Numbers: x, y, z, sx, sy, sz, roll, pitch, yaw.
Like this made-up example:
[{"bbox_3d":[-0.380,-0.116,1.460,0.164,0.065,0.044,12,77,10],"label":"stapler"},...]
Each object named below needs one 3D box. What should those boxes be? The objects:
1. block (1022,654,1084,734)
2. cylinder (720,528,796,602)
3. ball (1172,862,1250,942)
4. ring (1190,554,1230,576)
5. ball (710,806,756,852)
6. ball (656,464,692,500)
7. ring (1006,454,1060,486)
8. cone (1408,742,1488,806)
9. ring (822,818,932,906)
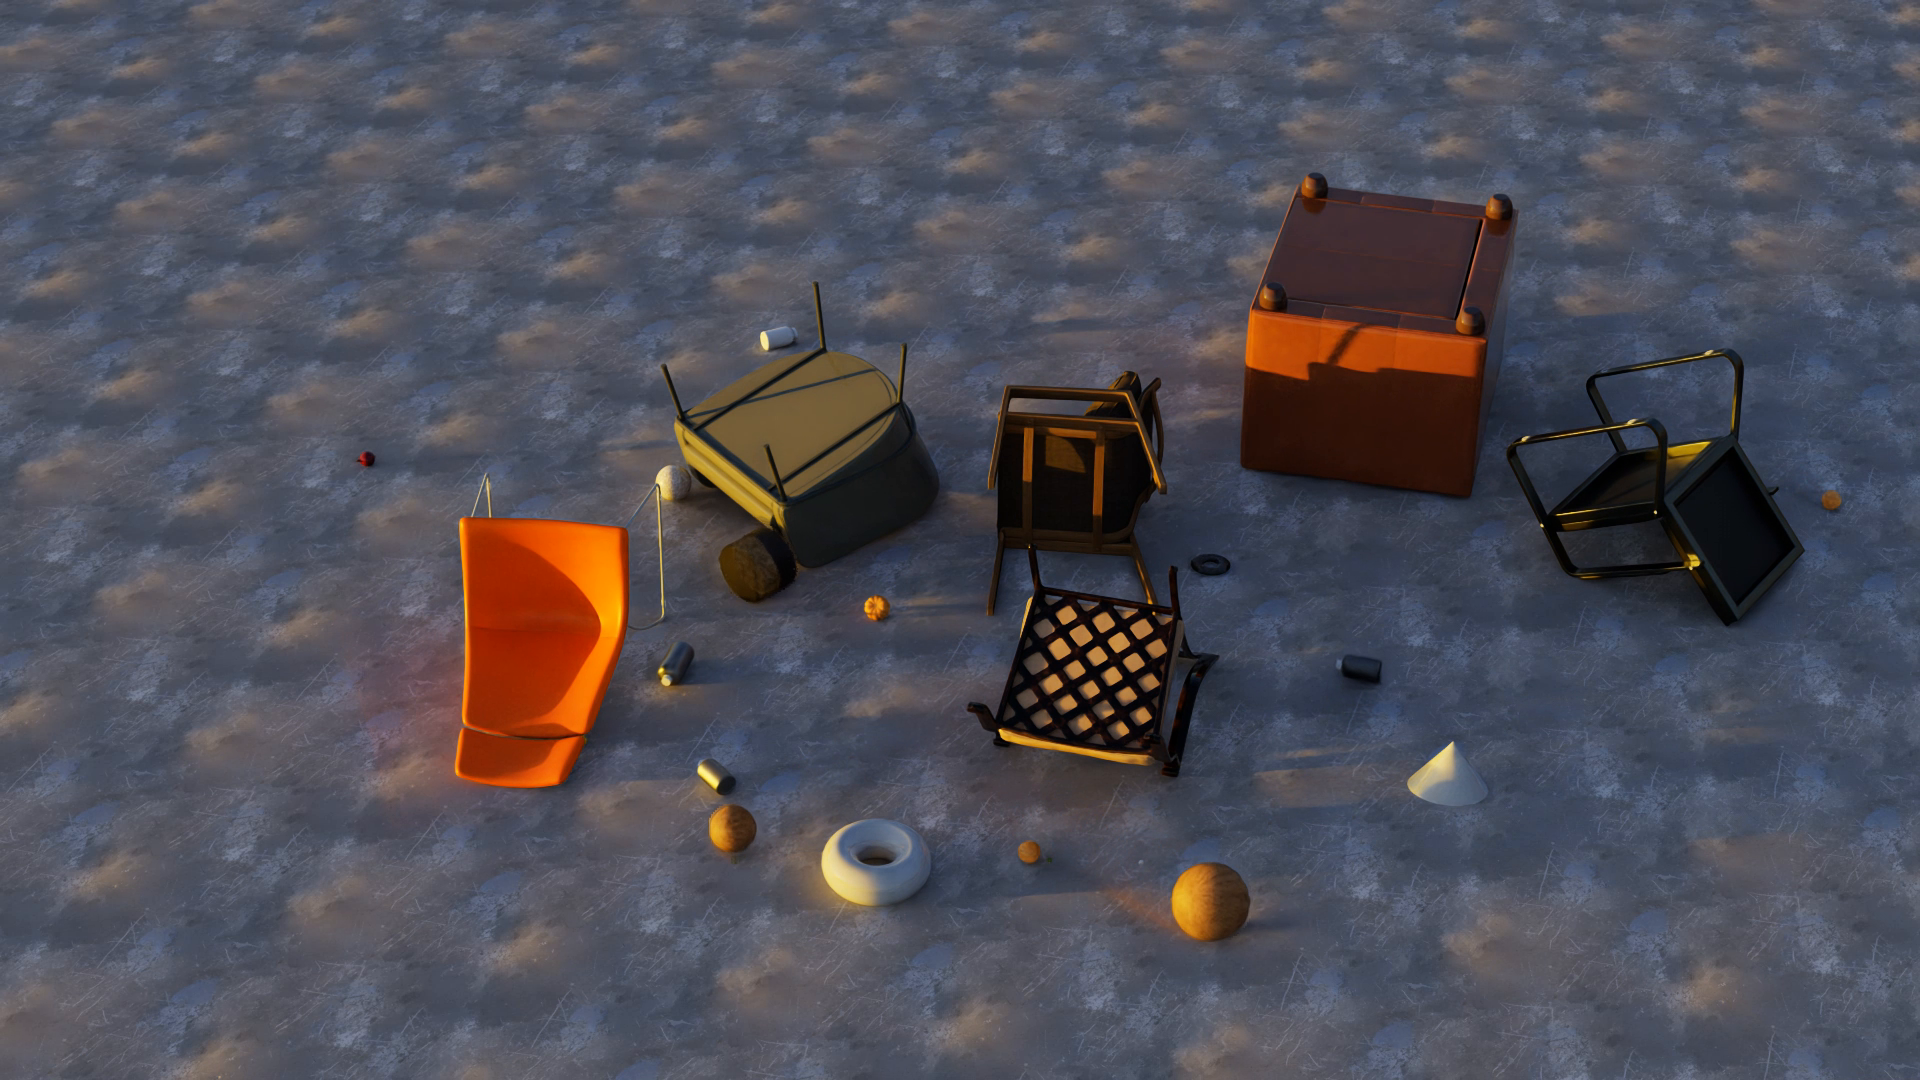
[{"bbox_3d":[0.315,0.523,9.978,0.165,0.190,0.161,11,35,17],"label":"block"},{"bbox_3d":[-0.732,0.090,10.607,0.235,0.220,0.160,40,48,23],"label":"cylinder"},{"bbox_3d":[0.773,1.114,9.034,0.242,0.242,0.242,0,33,0],"label":"ball"},{"bbox_3d":[0.922,0.090,10.788,0.147,0.022,0.132,3,34,4],"label":"ring"},{"bbox_3d":[-0.728,0.926,9.402,0.150,0.150,0.150,0,33,0],"label":"ball"},{"bbox_3d":[-1.089,-0.218,11.151,0.137,0.137,0.137,0,33,0],"label":"ball"},{"bbox_3d":[0.278,-0.268,11.279,0.213,0.082,0.157,10,34,17],"label":"ring"},{"bbox_3d":[1.615,0.739,9.651,0.264,0.189,0.194,6,34,9],"label":"cone"},{"bbox_3d":[-0.264,1.019,9.278,0.348,0.135,0.345,-3,34,-6],"label":"ring"}]
